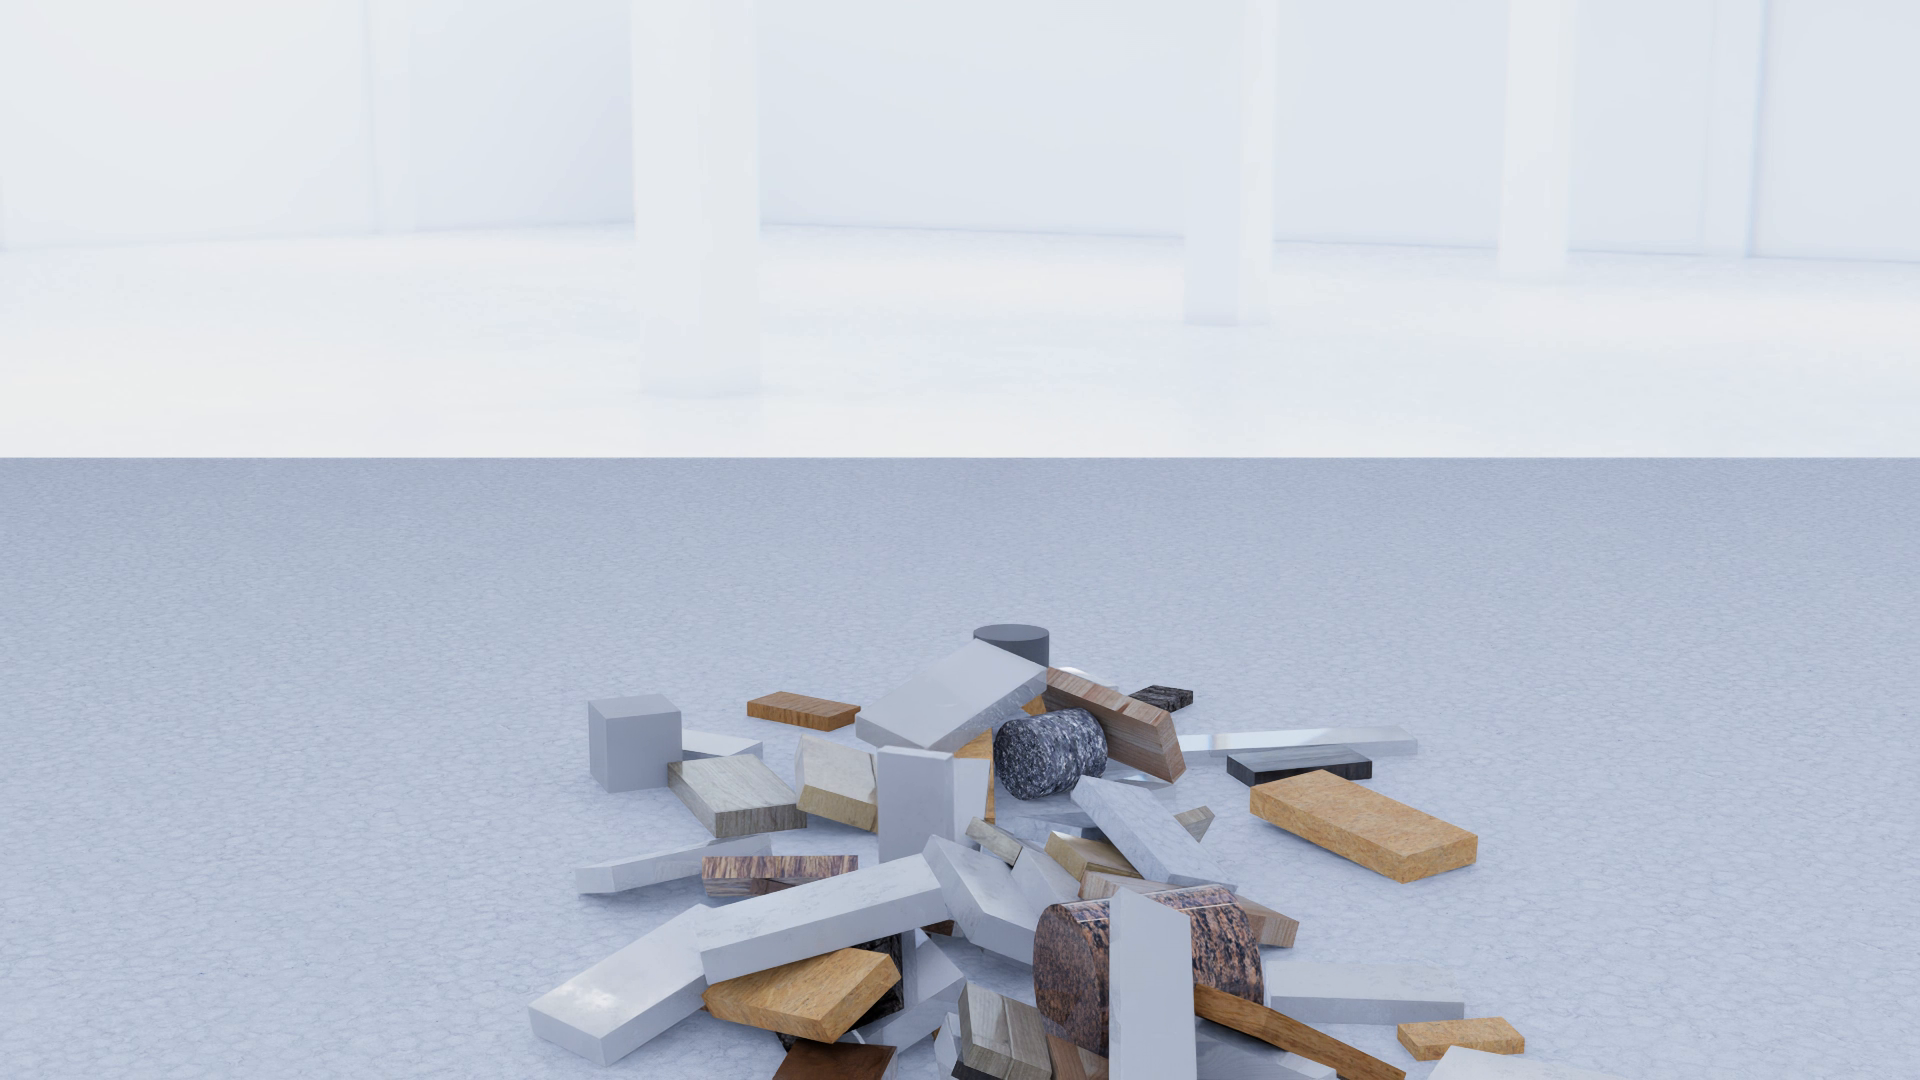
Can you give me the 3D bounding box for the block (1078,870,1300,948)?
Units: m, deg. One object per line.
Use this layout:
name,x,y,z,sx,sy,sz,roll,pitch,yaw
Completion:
block,0.354,0.570,3.396,0.323,0.042,0.147,15,1,-34

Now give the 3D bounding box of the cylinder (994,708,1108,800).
cylinder,0.174,0.409,4.219,0.155,0.155,0.155,-8,13,-38

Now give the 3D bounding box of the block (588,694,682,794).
block,-0.636,0.397,4.305,0.148,0.148,0.148,-4,11,-22

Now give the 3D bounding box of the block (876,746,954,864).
block,-0.072,0.470,3.639,0.123,0.247,0.035,5,13,23

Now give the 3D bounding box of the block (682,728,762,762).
block,-0.541,0.424,4.462,0.254,0.036,0.127,6,12,28

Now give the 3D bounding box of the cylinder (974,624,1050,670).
cylinder,0.113,0.285,4.850,0.168,0.168,0.168,0,11,0

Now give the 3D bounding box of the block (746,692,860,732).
block,-0.338,0.370,4.763,0.226,0.032,0.113,7,13,35

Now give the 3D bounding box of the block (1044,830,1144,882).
block,0.273,0.538,3.578,0.251,0.036,0.126,17,8,-29

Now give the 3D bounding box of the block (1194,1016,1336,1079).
block,0.360,0.692,2.766,0.036,0.127,0.255,-13,17,-41

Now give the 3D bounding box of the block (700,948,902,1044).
block,-0.222,0.617,3.039,0.279,0.040,0.140,-3,29,49

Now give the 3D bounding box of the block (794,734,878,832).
block,-0.220,0.454,4.122,0.171,0.049,0.343,18,8,-8

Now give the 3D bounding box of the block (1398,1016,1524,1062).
block,0.695,0.693,3.055,0.155,0.022,0.077,-2,11,-10

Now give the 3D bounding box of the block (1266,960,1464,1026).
block,0.585,0.659,3.194,0.272,0.039,0.136,1,11,5

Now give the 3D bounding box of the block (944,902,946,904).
block,-0.081,0.574,3.487,0.086,0.024,0.172,10,-9,13

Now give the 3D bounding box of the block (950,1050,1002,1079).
block,0.038,0.651,2.757,0.077,0.022,0.160,23,8,5

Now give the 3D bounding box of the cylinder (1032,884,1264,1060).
cylinder,0.252,0.598,2.986,0.235,0.235,0.235,-4,11,-20

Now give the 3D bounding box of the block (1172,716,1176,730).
block,0.302,0.385,4.507,0.254,0.036,0.127,-5,10,-30

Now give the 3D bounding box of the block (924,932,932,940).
block,-0.106,0.623,3.450,0.111,0.016,0.055,7,13,34

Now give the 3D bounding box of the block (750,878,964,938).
block,-0.161,0.579,3.469,0.332,0.024,0.086,10,-9,13

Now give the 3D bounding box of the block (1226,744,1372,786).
block,0.669,0.447,4.339,0.254,0.036,0.127,-3,11,-18

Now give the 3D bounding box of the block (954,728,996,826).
block,-0.027,0.433,4.077,0.178,0.050,0.355,-1,28,0

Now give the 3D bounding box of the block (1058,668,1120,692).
block,0.259,0.326,4.442,0.028,0.100,0.201,-4,9,-25

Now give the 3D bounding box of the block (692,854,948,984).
block,-0.201,0.533,3.112,0.343,0.049,0.171,-14,10,-8

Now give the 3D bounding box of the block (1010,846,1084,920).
block,0.202,0.581,3.390,0.176,0.050,0.352,24,5,-14

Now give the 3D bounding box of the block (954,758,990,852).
block,-0.016,0.479,3.901,0.123,0.035,0.247,2,34,4

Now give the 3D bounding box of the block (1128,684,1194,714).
block,0.420,0.359,4.834,0.100,0.028,0.201,7,13,34

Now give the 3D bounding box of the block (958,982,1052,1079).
block,0.055,0.627,2.779,0.104,0.030,0.209,22,8,-5

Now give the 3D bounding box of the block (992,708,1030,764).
block,0.078,0.387,4.469,0.152,0.043,0.304,-4,11,-18

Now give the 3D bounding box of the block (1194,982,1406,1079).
block,0.434,0.645,2.827,0.272,0.039,0.136,30,-13,-33

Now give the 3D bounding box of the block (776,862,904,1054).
block,-0.173,0.598,3.168,0.174,0.049,0.347,-24,18,6

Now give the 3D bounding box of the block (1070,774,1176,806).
block,0.310,0.482,4.177,0.185,0.026,0.092,-7,13,-35

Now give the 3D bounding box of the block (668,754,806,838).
block,-0.423,0.478,4.137,0.171,0.049,0.343,-4,11,-21

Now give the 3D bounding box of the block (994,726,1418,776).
block,0.442,0.428,4.455,0.979,0.032,0.113,-2,11,-10

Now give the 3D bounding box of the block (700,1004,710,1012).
block,-0.330,0.626,3.347,0.162,0.046,0.325,8,13,37

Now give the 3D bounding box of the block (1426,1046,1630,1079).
block,0.752,0.723,2.849,0.272,0.039,0.136,5,12,27

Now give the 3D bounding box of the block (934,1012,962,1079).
block,0.078,0.725,2.638,0.174,0.049,0.556,21,8,-8

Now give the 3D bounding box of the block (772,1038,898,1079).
block,-0.177,0.724,2.841,0.139,0.040,0.279,2,11,10

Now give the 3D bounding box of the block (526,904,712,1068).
block,-0.436,0.631,3.141,0.162,0.046,0.325,11,27,41

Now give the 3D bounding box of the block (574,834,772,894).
block,-0.480,0.543,3.693,0.294,0.042,0.147,-7,-4,-34

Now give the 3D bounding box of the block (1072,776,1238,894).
block,0.317,0.493,3.617,0.147,0.042,0.294,15,18,-34

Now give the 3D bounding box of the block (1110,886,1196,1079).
block,0.237,0.595,2.716,0.104,0.030,0.414,25,31,-11

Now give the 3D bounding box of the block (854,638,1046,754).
block,-0.014,0.309,4.198,0.178,0.050,0.355,21,36,35

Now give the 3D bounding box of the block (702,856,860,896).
block,-0.292,0.551,3.606,0.251,0.036,0.126,0,-23,-2

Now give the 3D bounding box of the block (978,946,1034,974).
block,0.061,0.611,3.393,0.086,0.024,0.172,24,5,-14

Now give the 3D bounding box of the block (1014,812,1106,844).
block,0.231,0.503,3.825,0.126,0.036,0.340,6,-1,30

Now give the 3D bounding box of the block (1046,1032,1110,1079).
block,0.193,0.718,2.649,0.174,0.049,0.347,25,7,-9

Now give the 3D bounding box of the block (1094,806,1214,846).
block,0.308,0.527,3.756,0.309,0.092,0.026,-10,45,-42

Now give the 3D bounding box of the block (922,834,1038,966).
block,0.061,0.567,3.425,0.176,0.050,0.352,23,5,-17

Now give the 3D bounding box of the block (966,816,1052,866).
block,0.107,0.528,3.699,0.123,0.035,0.247,26,-4,-19

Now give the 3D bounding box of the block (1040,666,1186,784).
block,0.292,0.357,4.261,0.304,0.152,0.043,19,50,41

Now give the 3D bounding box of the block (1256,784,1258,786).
block,0.660,0.486,4.158,0.184,0.026,0.092,-1,11,-6

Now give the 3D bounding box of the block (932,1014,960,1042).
block,-0.011,0.678,3.139,0.071,0.020,0.142,-2,11,-9

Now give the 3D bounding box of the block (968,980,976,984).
block,-0.052,0.650,3.178,0.142,0.020,0.071,2,17,44

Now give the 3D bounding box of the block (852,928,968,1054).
block,-0.106,0.628,3.151,0.162,0.046,0.325,-31,18,-12

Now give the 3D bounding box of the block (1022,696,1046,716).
block,0.146,0.344,4.720,0.201,0.100,0.028,7,13,33

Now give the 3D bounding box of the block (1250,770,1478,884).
block,0.713,0.505,3.915,0.176,0.050,0.393,-9,17,-32
